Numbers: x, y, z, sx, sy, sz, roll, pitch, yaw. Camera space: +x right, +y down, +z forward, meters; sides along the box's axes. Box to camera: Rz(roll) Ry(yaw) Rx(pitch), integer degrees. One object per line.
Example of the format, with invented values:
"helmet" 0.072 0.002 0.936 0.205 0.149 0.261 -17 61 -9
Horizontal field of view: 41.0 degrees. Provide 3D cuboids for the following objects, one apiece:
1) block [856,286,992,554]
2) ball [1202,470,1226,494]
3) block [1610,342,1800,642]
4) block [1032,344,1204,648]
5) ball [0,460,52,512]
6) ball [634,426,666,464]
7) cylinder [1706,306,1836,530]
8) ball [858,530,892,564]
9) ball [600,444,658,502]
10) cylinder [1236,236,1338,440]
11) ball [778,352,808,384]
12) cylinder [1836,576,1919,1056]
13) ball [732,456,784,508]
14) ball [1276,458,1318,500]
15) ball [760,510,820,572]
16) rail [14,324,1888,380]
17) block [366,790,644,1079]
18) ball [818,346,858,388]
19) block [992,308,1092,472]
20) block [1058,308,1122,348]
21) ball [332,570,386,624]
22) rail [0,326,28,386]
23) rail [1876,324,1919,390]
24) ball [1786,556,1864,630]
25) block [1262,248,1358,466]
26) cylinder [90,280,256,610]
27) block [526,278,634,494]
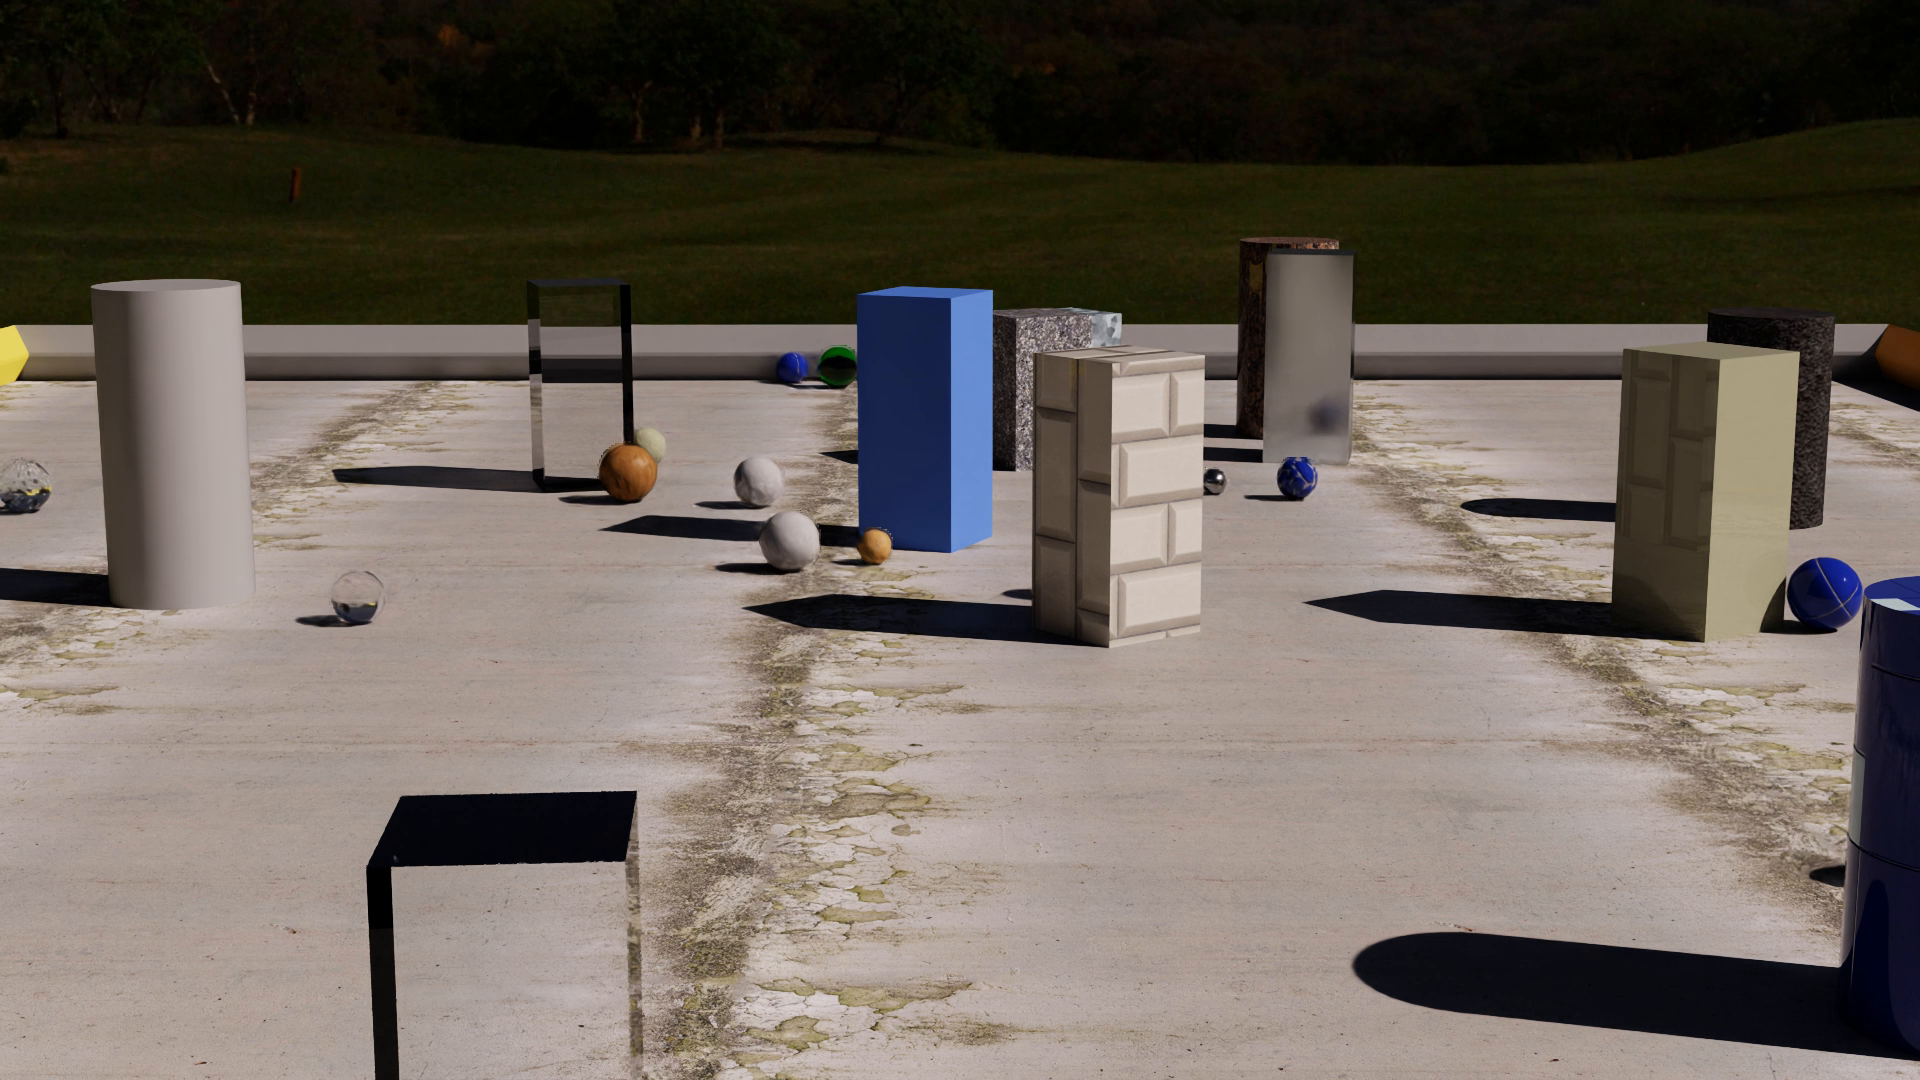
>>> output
"block" -0.052 -0.188 3.933 0.156 0.384 0.156 5 12 24
"ball" 0.435 -0.100 4.393 0.044 0.044 0.044 0 11 0
"block" 0.969 -0.067 3.343 0.156 0.362 0.156 -7 13 -34
"block" 0.203 -0.061 3.315 0.156 0.361 0.156 -8 13 -37
"ball" -1.538 -0.089 4.219 0.086 0.086 0.086 0 11 0
"ball" -0.574 -0.170 4.690 0.074 0.074 0.074 0 11 0
"cylinder" 1.295 -0.198 4.124 0.194 0.335 0.194 0 11 0
"ball" -0.125 0.010 3.780 0.051 0.051 0.051 0 11 0
"ball" -0.558 -0.113 4.316 0.097 0.097 0.097 0 11 0
"cylinder" 0.647 -0.401 5.080 0.194 0.385 0.194 0 11 0
"ball" -0.386 -0.397 5.920 0.072 0.072 0.072 0 11 0
"cylinder" 0.778 0.208 1.947 0.194 0.332 0.194 0 11 0
"ball" -0.336 -0.097 4.267 0.084 0.084 0.084 0 11 0
"ball" 0.570 -0.104 4.343 0.069 0.069 0.069 0 11 0
"ball" -0.247 0.001 3.726 0.088 0.088 0.088 0 11 0
"rail" -0.015 -0.435 5.967 4.371 0.126 0.045 0 11 0
"block" -0.287 0.305 1.653 0.156 0.249 0.156 -1 11 -4
"ball" -0.276 -0.392 5.832 0.094 0.094 0.094 0 11 0
"block" 0.134 -0.279 4.718 0.156 0.277 0.156 -5 12 -27
"block" 0.206 -0.323 5.039 0.156 0.247 0.156 -8 13 -36
"ball" -0.792 0.075 3.380 0.070 0.070 0.070 0 11 0
"rail" -2.162 0.035 3.437 0.045 0.126 5.170 0 11 0
"rail" 2.162 0.030 3.461 0.045 0.126 5.170 0 11 0
"ball" 1.125 0.070 3.338 0.096 0.096 0.096 0 11 0
"block" 0.651 -0.342 4.766 0.156 0.385 0.156 2 11 11
"cylinder" -1.077 -0.134 3.520 0.194 0.431 0.194 0 11 0
"block" -0.661 -0.272 4.469 0.156 0.354 0.156 -3 11 -17
